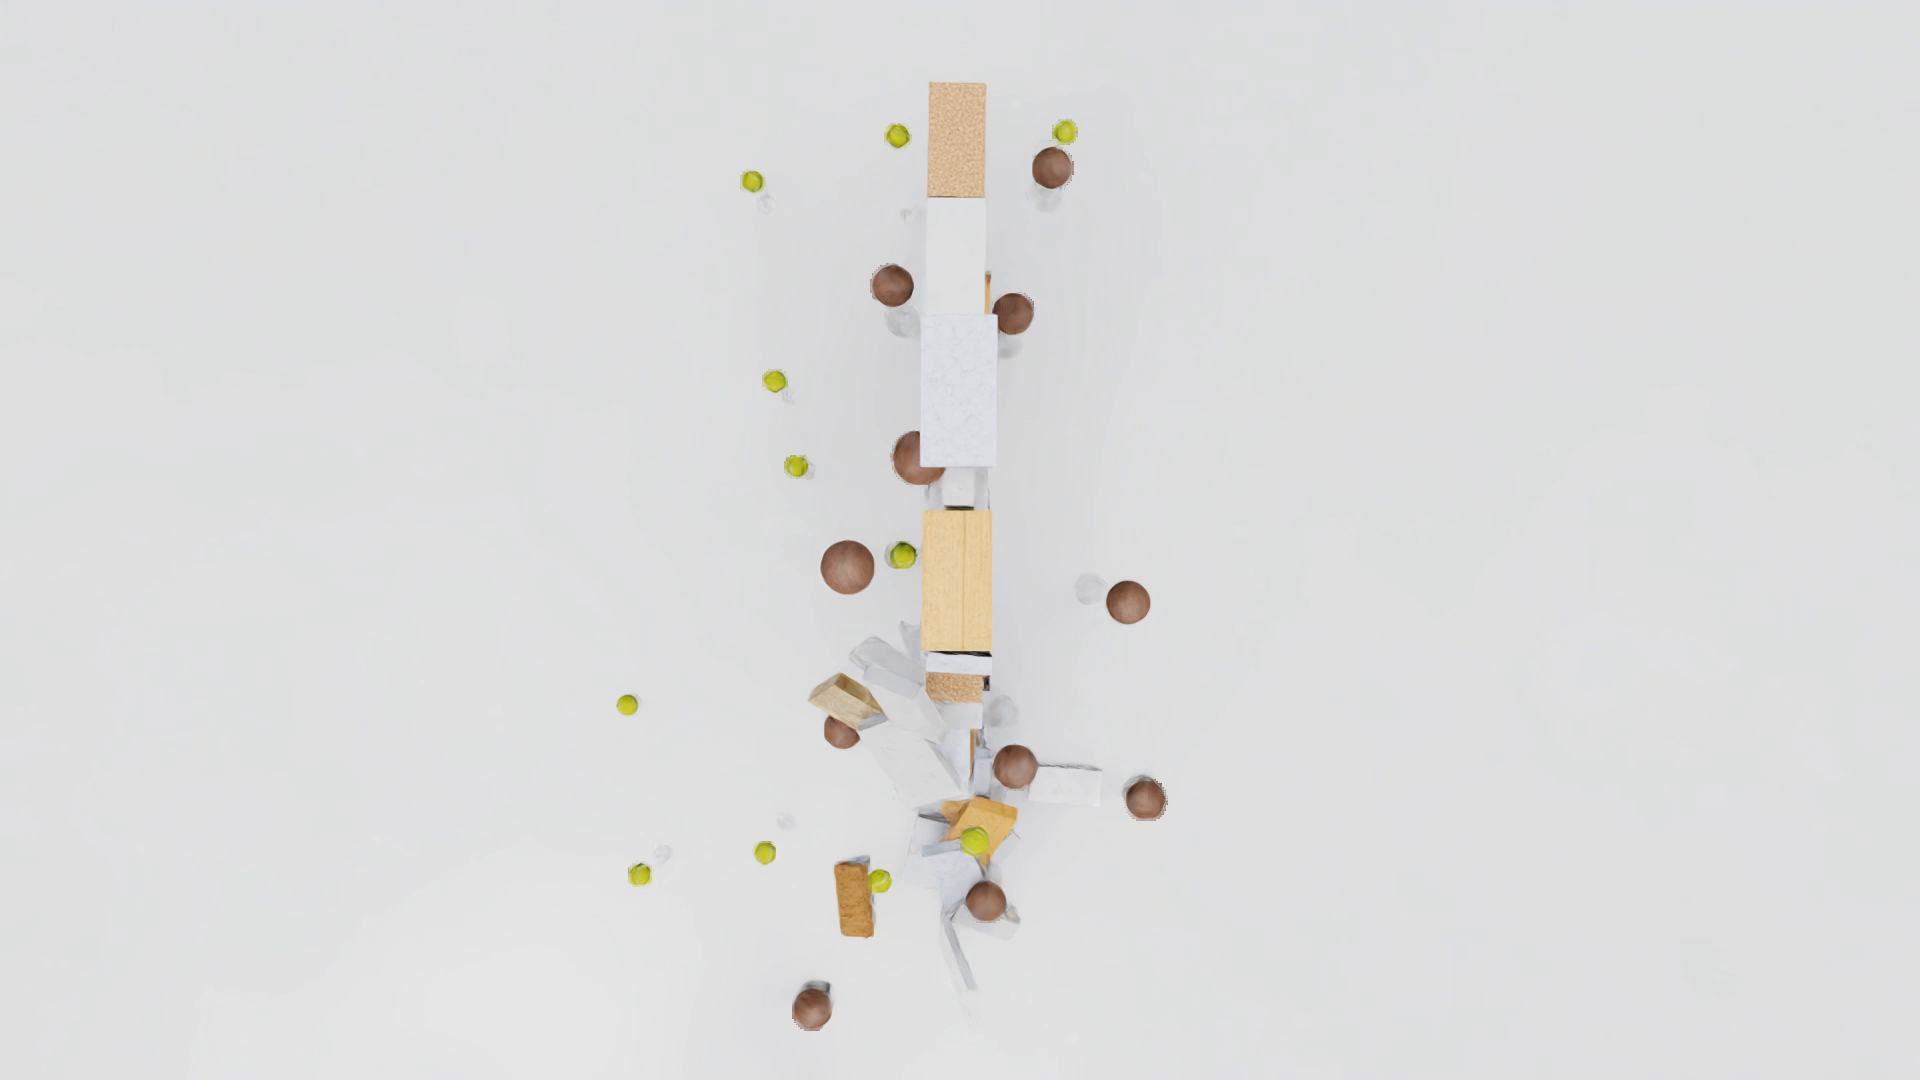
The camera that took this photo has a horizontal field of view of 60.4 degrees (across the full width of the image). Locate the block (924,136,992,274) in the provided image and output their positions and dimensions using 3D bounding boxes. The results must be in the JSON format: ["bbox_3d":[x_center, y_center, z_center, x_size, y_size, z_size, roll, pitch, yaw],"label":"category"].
[{"bbox_3d":[-0.005,-0.818,4.034,0.165,0.047,0.330,0,90,0],"label":"block"}]

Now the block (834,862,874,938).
[{"bbox_3d":[-0.350,1.190,5.450,0.118,0.033,0.236,-6,90,39],"label":"block"}]

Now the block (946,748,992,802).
[{"bbox_3d":[0.023,0.779,5.197,0.131,0.659,0.037,2,64,0],"label":"block"}]

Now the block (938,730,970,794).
[{"bbox_3d":[-0.033,0.607,4.768,0.125,0.035,0.249,2,99,2],"label":"block"}]

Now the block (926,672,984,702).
[{"bbox_3d":[-0.014,0.279,4.333,0.153,0.043,0.305,1,112,0],"label":"block"}]

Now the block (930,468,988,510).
[{"bbox_3d":[-0.003,-0.187,4.126,0.145,0.041,0.291,0,90,0],"label":"block"}]

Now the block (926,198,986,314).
[{"bbox_3d":[-0.009,-0.640,3.731,0.131,0.037,0.261,0,91,0],"label":"block"}]

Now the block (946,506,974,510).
[{"bbox_3d":[0.000,-0.068,4.034,0.072,0.143,0.020,-1,71,0],"label":"block"}]

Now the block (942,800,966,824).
[{"bbox_3d":[0.037,0.904,5.363,0.131,0.262,0.037,-5,63,14],"label":"block"}]

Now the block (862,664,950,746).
[{"bbox_3d":[-0.141,0.439,4.368,0.159,0.318,0.045,20,68,23],"label":"block"}]

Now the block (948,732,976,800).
[{"bbox_3d":[-0.022,0.632,4.881,0.131,0.037,0.262,2,65,0],"label":"block"}]

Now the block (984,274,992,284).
[{"bbox_3d":[-0.002,-0.707,4.222,0.165,0.330,0.047,0,90,0],"label":"block"}]

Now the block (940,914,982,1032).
[{"bbox_3d":[-0.006,1.268,4.907,0.030,1.183,0.104,-3,87,-5],"label":"block"}]

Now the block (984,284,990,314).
[{"bbox_3d":[0.001,-0.628,4.411,0.160,0.045,0.320,0,90,0],"label":"block"}]

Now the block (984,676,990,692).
[{"bbox_3d":[-0.003,0.256,4.656,0.171,0.048,0.341,0,94,1],"label":"block"}]

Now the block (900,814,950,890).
[{"bbox_3d":[-0.110,1.034,5.462,0.118,0.033,0.236,14,101,0],"label":"block"}]

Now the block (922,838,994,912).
[{"bbox_3d":[-0.004,1.091,5.361,0.159,0.045,0.328,-12,133,8],"label":"block"}]

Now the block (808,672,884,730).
[{"bbox_3d":[-0.248,0.500,4.684,0.338,0.162,0.046,33,54,-18],"label":"block"}]

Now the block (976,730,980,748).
[{"bbox_3d":[-0.014,0.484,4.997,0.145,0.041,0.291,0,91,2],"label":"block"}]

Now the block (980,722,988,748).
[{"bbox_3d":[0.009,0.635,5.226,0.145,0.382,0.041,-2,73,2],"label":"block"}]

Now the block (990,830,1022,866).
[{"bbox_3d":[0.147,1.025,5.482,0.116,0.016,0.058,-47,111,0],"label":"block"}]

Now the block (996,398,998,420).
[{"bbox_3d":[-0.001,-0.260,3.933,0.172,0.344,0.049,0,76,0],"label":"block"}]

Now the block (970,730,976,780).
[{"bbox_3d":[-0.019,0.576,4.868,0.125,0.035,0.249,4,65,1],"label":"block"}]

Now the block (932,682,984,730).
[{"bbox_3d":[-0.013,0.438,4.566,0.153,0.351,0.043,1,62,1],"label":"block"}]

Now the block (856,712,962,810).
[{"bbox_3d":[-0.141,0.615,4.665,0.162,0.046,0.324,-21,122,18],"label":"block"}]

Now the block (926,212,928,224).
[{"bbox_3d":[-0.010,-0.721,3.880,0.130,0.261,0.037,1,88,0],"label":"block"}]

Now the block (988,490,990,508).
[{"bbox_3d":[0.001,-0.095,4.393,0.145,0.492,0.041,0,88,0],"label":"block"}]

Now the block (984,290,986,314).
[{"bbox_3d":[-0.006,-0.544,3.954,0.131,0.406,0.037,1,88,0],"label":"block"}]

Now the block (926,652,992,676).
[{"bbox_3d":[-0.004,0.301,4.150,0.159,0.318,0.045,4,90,-1],"label":"block"}]

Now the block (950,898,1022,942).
[{"bbox_3d":[0.085,1.254,5.442,0.209,0.030,0.104,21,130,-7],"label":"block"}]

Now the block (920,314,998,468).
[{"bbox_3d":[-0.003,-0.337,3.736,0.172,0.049,0.344,0,90,0],"label":"block"}]

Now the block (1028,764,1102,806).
[{"bbox_3d":[0.349,0.815,5.483,0.236,0.033,0.118,5,90,0],"label":"block"}]

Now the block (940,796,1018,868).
[{"bbox_3d":[0.051,0.938,5.278,0.162,0.324,0.046,18,45,-10],"label":"block"}]

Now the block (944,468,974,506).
[{"bbox_3d":[-0.002,-0.153,3.957,0.072,0.020,0.143,1,87,0],"label":"block"}]

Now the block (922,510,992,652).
[{"bbox_3d":[-0.007,0.097,3.927,0.167,0.047,0.333,0,82,0],"label":"block"}]

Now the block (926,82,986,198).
[{"bbox_3d":[-0.007,-0.901,3.733,0.130,0.037,0.260,1,90,0],"label":"block"}]
